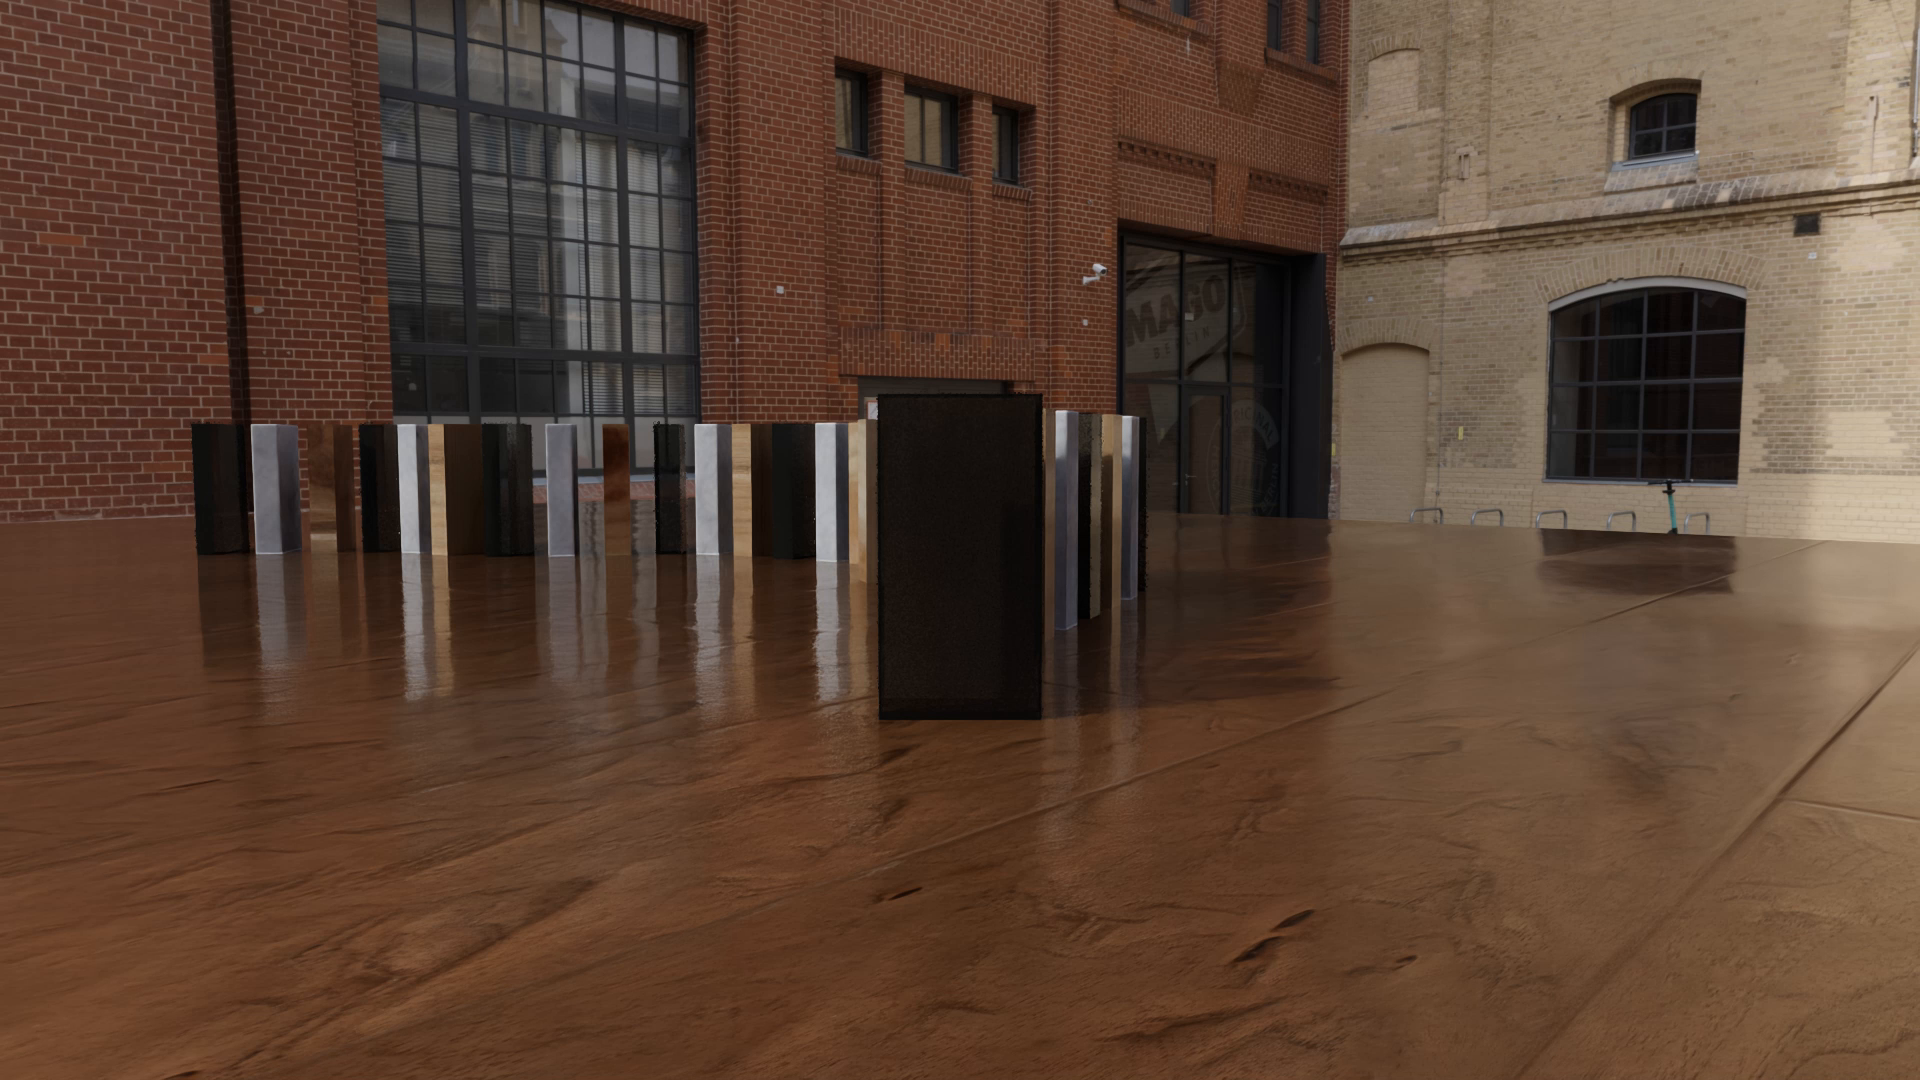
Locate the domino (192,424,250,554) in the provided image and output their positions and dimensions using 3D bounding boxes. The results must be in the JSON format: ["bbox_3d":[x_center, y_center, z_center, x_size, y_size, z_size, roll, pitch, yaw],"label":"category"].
[{"bbox_3d":[-0.290,-0.020,0.503,0.009,0.050,0.025,-1,4,-9],"label":"domino"}]

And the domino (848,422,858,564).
[{"bbox_3d":[-0.027,-0.017,0.460,0.025,0.050,0.009,-3,5,-35],"label":"domino"}]

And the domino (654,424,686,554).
[{"bbox_3d":[-0.114,-0.020,0.505,0.010,0.050,0.025,-1,4,-7],"label":"domino"}]

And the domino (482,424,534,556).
[{"bbox_3d":[-0.174,-0.019,0.494,0.009,0.050,0.025,0,4,2],"label":"domino"}]

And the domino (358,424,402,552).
[{"bbox_3d":[-0.230,-0.021,0.513,0.010,0.050,0.025,0,4,-3],"label":"domino"}]

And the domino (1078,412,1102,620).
[{"bbox_3d":[0.022,-0.006,0.319,0.025,0.050,0.010,2,5,22],"label":"domino"}]

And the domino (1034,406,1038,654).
[{"bbox_3d":[0.003,-0.002,0.261,0.025,0.050,0.009,1,4,9],"label":"domino"}]

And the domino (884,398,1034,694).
[{"bbox_3d":[0.000,0.001,0.221,0.025,0.050,0.009,0,4,1],"label":"domino"}]

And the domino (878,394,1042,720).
[{"bbox_3d":[0.000,0.002,0.201,0.025,0.050,0.010,0,4,0],"label":"domino"}]

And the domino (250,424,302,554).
[{"bbox_3d":[-0.270,-0.020,0.507,0.010,0.050,0.025,-1,4,-11],"label":"domino"}]

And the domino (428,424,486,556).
[{"bbox_3d":[-0.193,-0.020,0.500,0.010,0.050,0.025,3,5,33],"label":"domino"}]

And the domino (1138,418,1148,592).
[{"bbox_3d":[0.042,-0.011,0.376,0.025,0.050,0.009,1,4,10],"label":"domino"}]

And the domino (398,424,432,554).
[{"bbox_3d":[-0.210,-0.021,0.511,0.009,0.050,0.025,2,5,22],"label":"domino"}]

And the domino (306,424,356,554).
[{"bbox_3d":[-0.250,-0.021,0.511,0.010,0.050,0.025,-1,4,-9],"label":"domino"}]

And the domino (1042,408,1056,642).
[{"bbox_3d":[0.008,-0.004,0.281,0.025,0.050,0.010,1,4,17],"label":"domino"}]

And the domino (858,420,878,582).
[{"bbox_3d":[-0.018,-0.012,0.400,0.025,0.050,0.009,-1,5,-19],"label":"domino"}]

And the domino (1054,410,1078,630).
[{"bbox_3d":[0.014,-0.005,0.300,0.025,0.050,0.009,2,5,21],"label":"domino"}]

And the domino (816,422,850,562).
[{"bbox_3d":[-0.041,-0.018,0.473,0.009,0.050,0.025,3,5,34],"label":"domino"}]

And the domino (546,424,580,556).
[{"bbox_3d":[-0.154,-0.020,0.496,0.010,0.050,0.025,-1,4,-12],"label":"domino"}]

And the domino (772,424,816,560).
[{"bbox_3d":[-0.059,-0.019,0.484,0.010,0.050,0.025,3,5,32],"label":"domino"}]

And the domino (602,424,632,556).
[{"bbox_3d":[-0.134,-0.020,0.501,0.010,0.050,0.025,-1,4,-14],"label":"domino"}]

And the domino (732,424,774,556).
[{"bbox_3d":[-0.076,-0.020,0.495,0.010,0.050,0.025,3,5,33],"label":"domino"}]

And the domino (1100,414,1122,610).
[{"bbox_3d":[0.029,-0.008,0.338,0.025,0.050,0.010,2,5,21],"label":"domino"}]

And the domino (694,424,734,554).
[{"bbox_3d":[-0.094,-0.020,0.504,0.009,0.050,0.025,1,4,15],"label":"domino"}]

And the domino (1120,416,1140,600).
[{"bbox_3d":[0.036,-0.009,0.357,0.025,0.050,0.010,1,5,19],"label":"domino"}]
